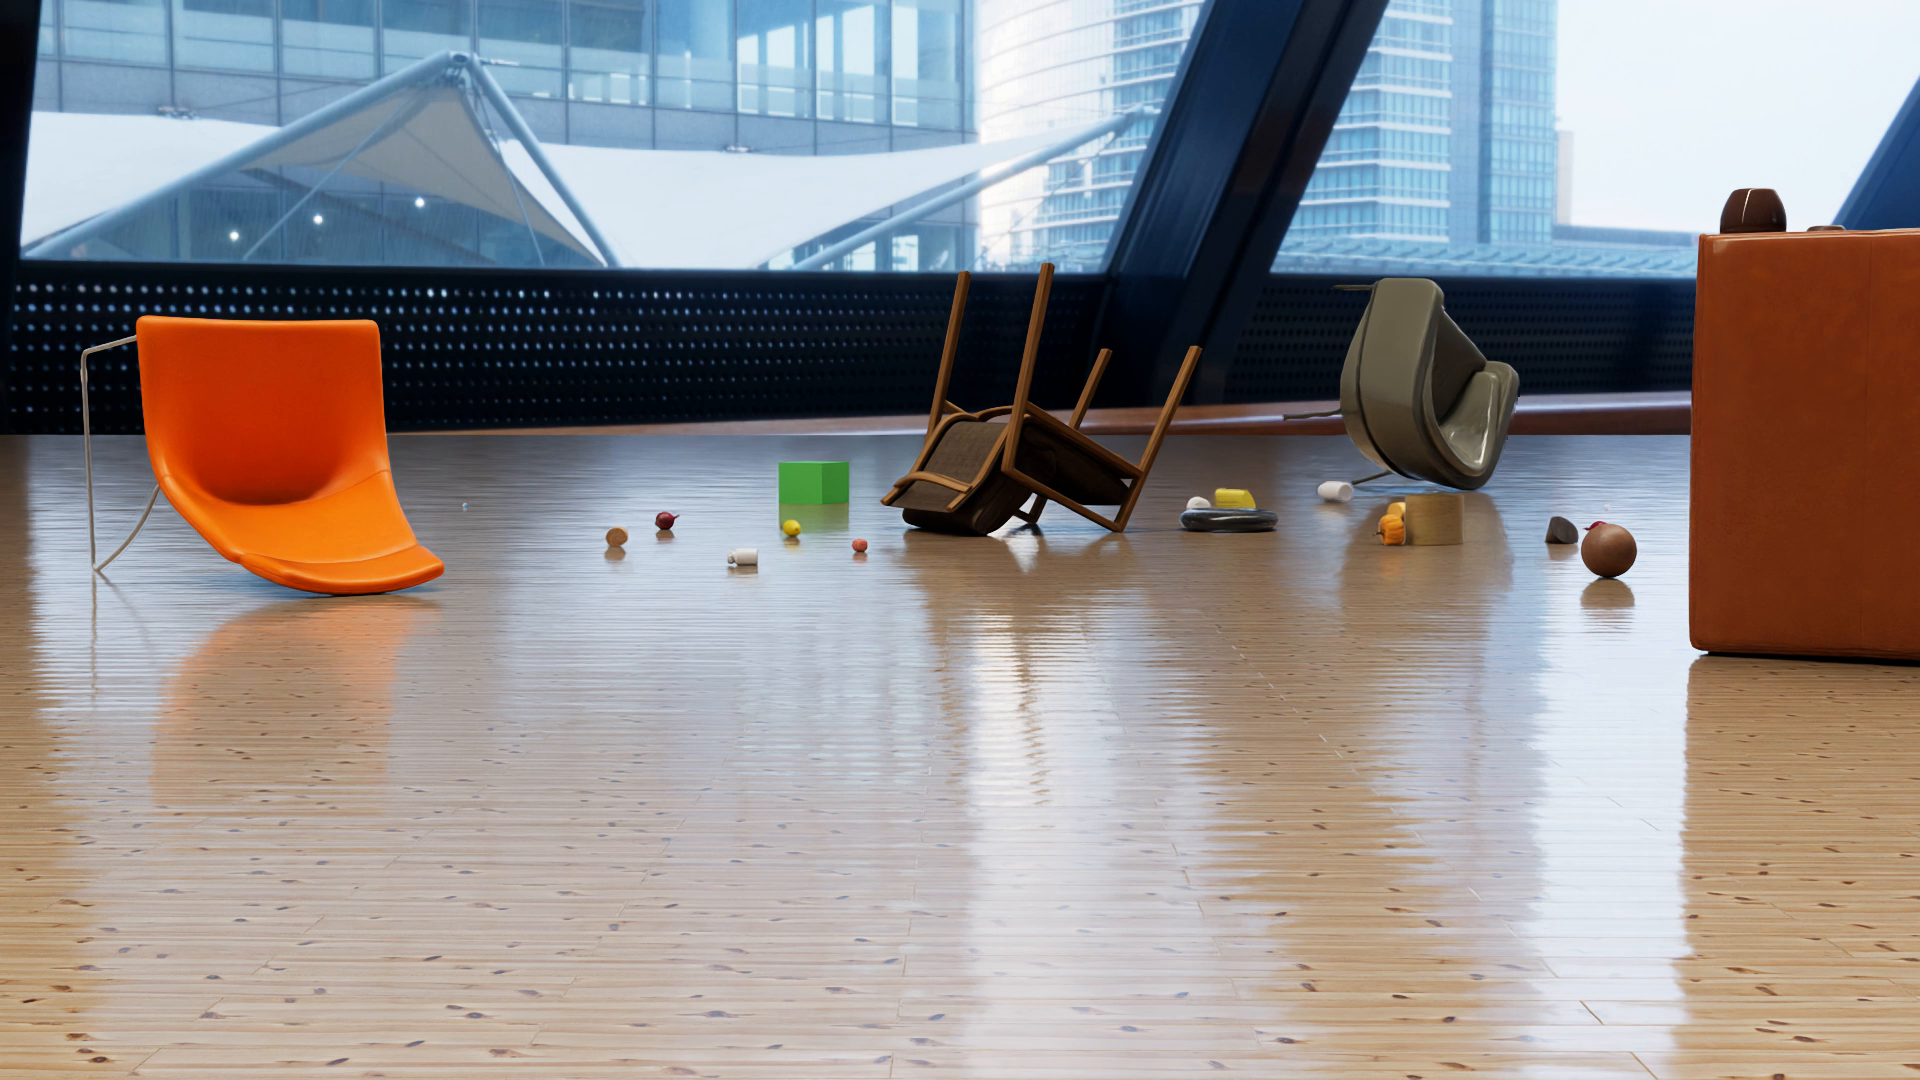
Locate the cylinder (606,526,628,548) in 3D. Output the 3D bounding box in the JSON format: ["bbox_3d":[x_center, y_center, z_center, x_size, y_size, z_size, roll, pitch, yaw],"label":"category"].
[{"bbox_3d":[-0.980,-0.009,6.286,0.058,0.054,0.084,-10,5,-4],"label":"cylinder"}]

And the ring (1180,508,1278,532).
[{"bbox_3d":[0.860,-0.065,7.030,0.314,0.066,0.389,1,4,14],"label":"ring"}]

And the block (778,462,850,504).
[{"bbox_3d":[-0.578,-0.228,8.700,0.204,0.160,0.197,2,5,29],"label":"block"}]

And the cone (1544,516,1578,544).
[{"bbox_3d":[1.737,-0.012,6.424,0.109,0.085,0.086,21,-34,-19],"label":"cone"}]

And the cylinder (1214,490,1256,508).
[{"bbox_3d":[0.974,-0.132,7.780,0.116,0.111,0.058,3,45,40],"label":"cylinder"}]

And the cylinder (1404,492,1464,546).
[{"bbox_3d":[1.377,-0.061,6.385,0.205,0.144,0.143,-3,5,-41],"label":"cylinder"}]
